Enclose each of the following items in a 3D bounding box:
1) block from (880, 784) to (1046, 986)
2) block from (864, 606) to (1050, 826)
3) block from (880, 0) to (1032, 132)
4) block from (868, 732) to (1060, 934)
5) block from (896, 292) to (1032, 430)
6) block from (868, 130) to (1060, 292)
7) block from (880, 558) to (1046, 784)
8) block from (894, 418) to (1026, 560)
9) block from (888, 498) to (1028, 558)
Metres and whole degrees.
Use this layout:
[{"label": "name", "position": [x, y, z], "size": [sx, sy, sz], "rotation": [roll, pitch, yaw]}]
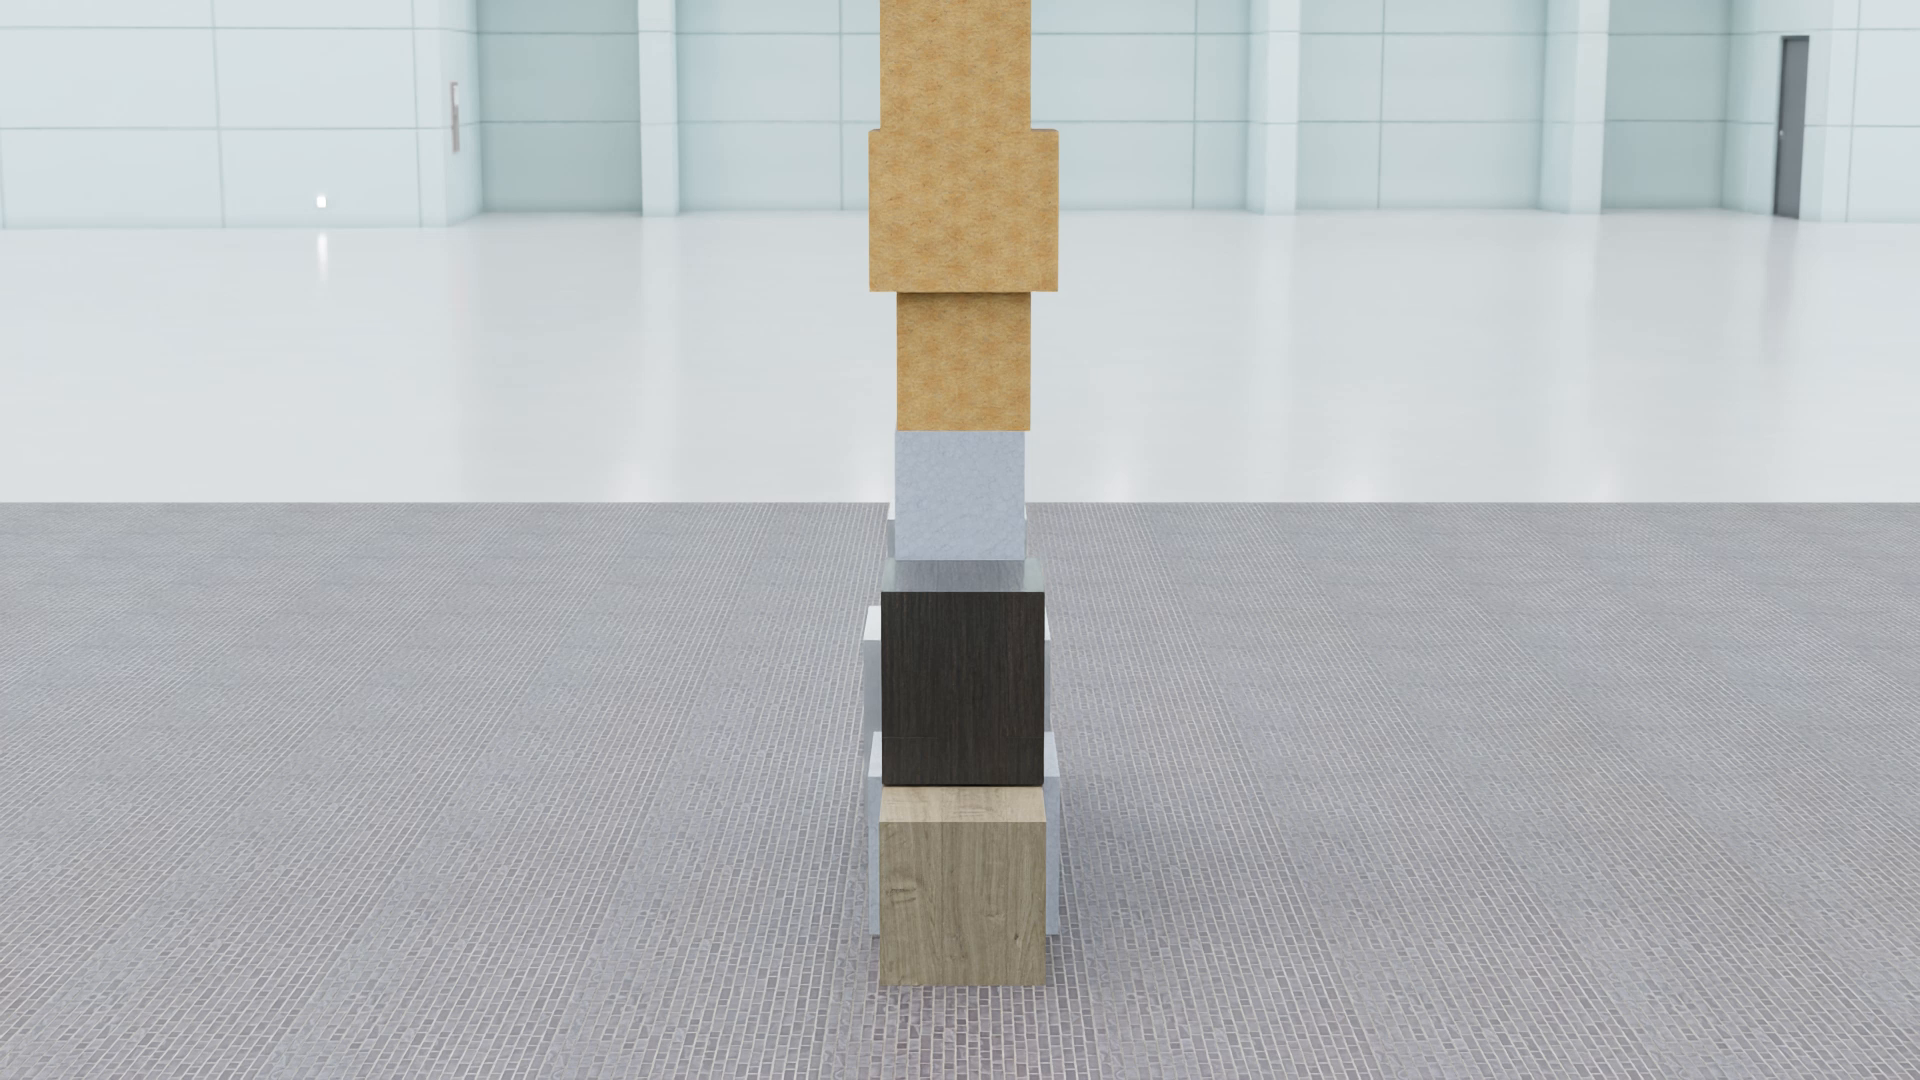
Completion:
[{"label": "block", "position": [0.010, 1.359, 10.240], "size": [0.645, 0.662, 0.594], "rotation": [0, 10, 0]}, {"label": "block", "position": [-0.014, 0.840, 12.426], "size": [0.875, 0.901, 0.779], "rotation": [0, 10, 0]}, {"label": "block", "position": [-0.018, -2.033, 10.834], "size": [0.617, 0.599, 0.701], "rotation": [0, 10, 0]}, {"label": "block", "position": [0.016, 1.233, 10.896], "size": [0.784, 0.675, 0.722], "rotation": [0, 10, 0]}, {"label": "block", "position": [0.016, -0.798, 11.044], "size": [0.563, 0.590, 0.551], "rotation": [0, 10, 0]}, {"label": "block", "position": [0.016, -1.414, 10.939], "size": [0.783, 0.658, 0.721], "rotation": [0, 10, 0]}, {"label": "block", "position": [0.012, 0.531, 10.656], "size": [0.655, 0.792, 0.726], "rotation": [0, 10, 0]}, {"label": "block", "position": [-0.001, -0.236, 11.140], "size": [0.549, 0.550, 0.582], "rotation": [0, 10, 0]}, {"label": "block", "position": [-0.012, 0.161, 11.903], "size": [0.630, 0.623, 0.584], "rotation": [0, 10, 0]}]
